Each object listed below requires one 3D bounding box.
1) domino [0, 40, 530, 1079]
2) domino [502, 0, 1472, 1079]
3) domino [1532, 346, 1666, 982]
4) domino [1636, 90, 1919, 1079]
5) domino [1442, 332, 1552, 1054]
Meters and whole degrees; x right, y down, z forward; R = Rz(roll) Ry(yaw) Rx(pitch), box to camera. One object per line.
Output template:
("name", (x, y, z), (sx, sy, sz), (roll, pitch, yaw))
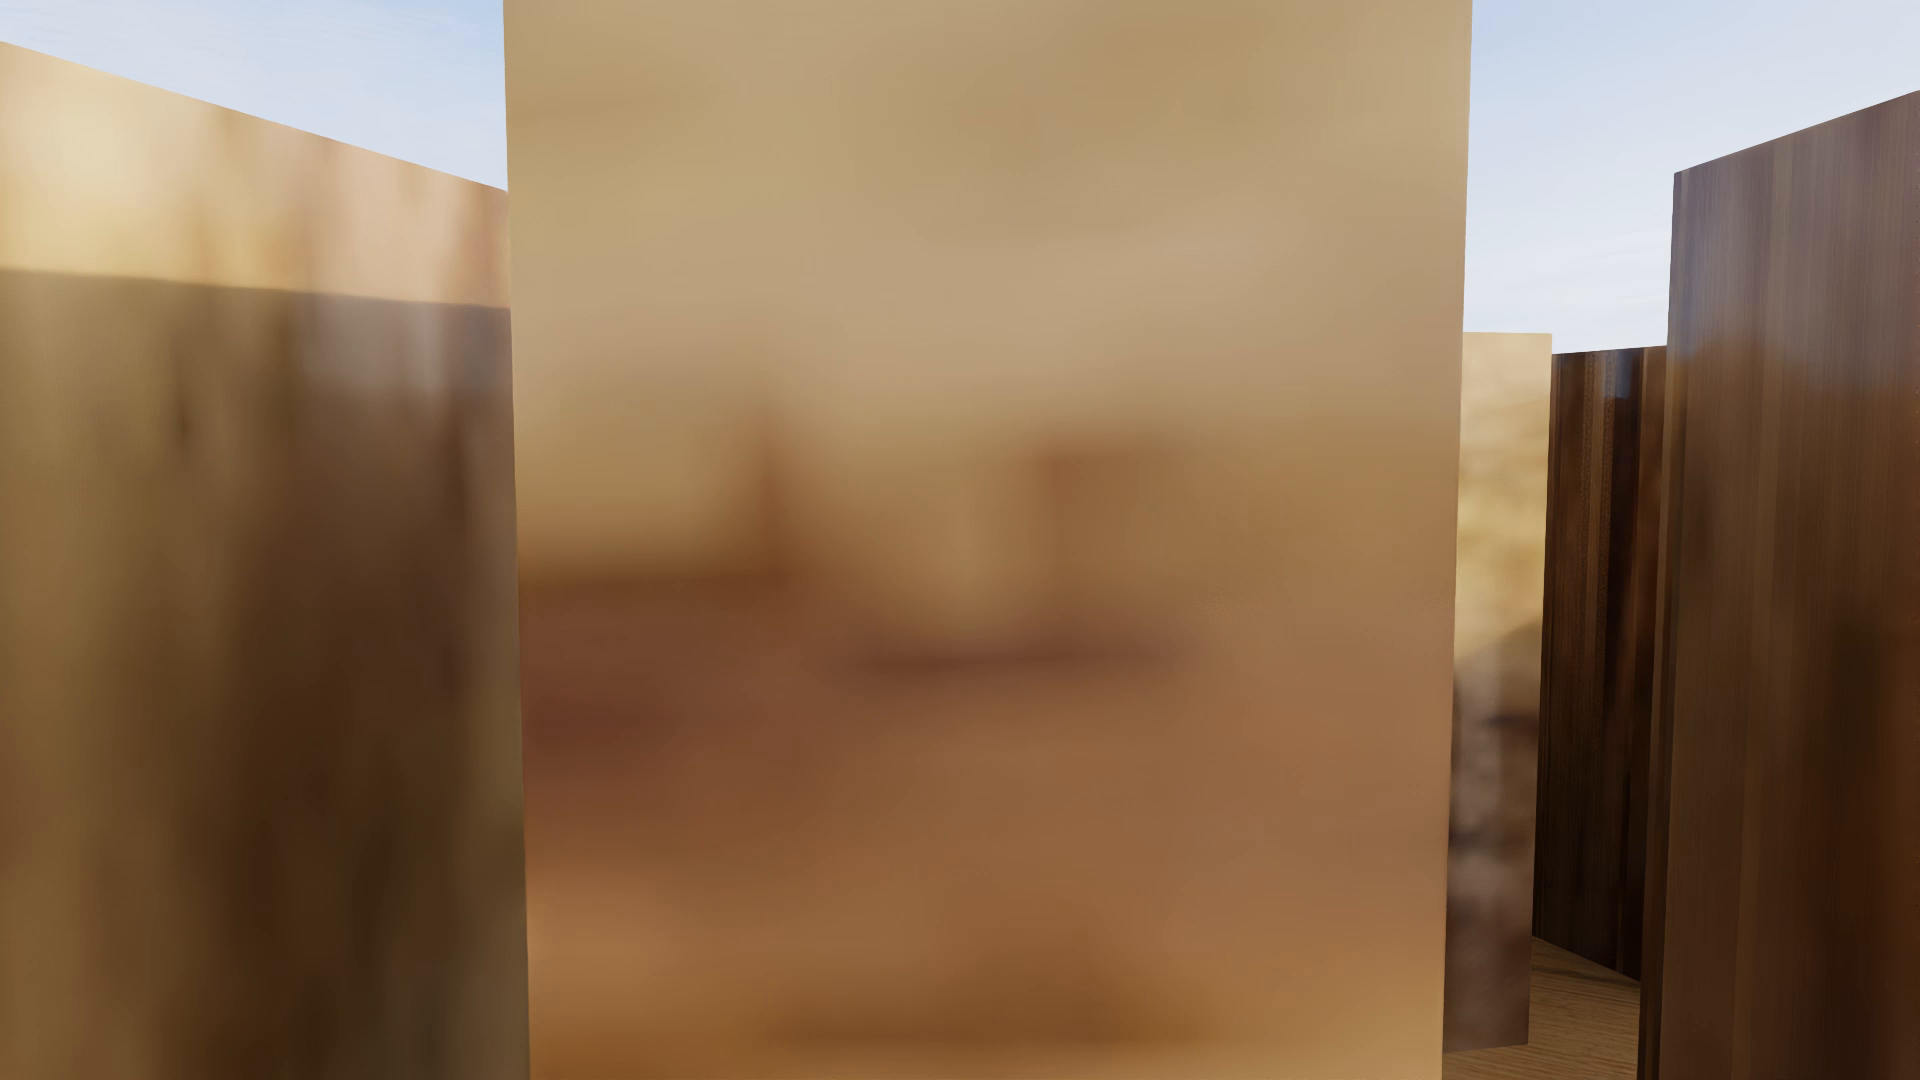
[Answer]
("domino", (-0.021, 0.015, 0.032), (0.009, 0.050, 0.025), (1, 4, 17))
("domino", (0.002, 0.016, 0.026), (0.010, 0.050, 0.025), (1, 4, 9))
("domino", (0.056, 0.009, 0.108), (0.010, 0.050, 0.025), (-2, 5, -24))
("domino", (0.025, 0.016, 0.025), (0.009, 0.050, 0.025), (0, 4, -4))
("domino", (0.033, 0.010, 0.100), (0.010, 0.050, 0.025), (-1, 4, -11))
